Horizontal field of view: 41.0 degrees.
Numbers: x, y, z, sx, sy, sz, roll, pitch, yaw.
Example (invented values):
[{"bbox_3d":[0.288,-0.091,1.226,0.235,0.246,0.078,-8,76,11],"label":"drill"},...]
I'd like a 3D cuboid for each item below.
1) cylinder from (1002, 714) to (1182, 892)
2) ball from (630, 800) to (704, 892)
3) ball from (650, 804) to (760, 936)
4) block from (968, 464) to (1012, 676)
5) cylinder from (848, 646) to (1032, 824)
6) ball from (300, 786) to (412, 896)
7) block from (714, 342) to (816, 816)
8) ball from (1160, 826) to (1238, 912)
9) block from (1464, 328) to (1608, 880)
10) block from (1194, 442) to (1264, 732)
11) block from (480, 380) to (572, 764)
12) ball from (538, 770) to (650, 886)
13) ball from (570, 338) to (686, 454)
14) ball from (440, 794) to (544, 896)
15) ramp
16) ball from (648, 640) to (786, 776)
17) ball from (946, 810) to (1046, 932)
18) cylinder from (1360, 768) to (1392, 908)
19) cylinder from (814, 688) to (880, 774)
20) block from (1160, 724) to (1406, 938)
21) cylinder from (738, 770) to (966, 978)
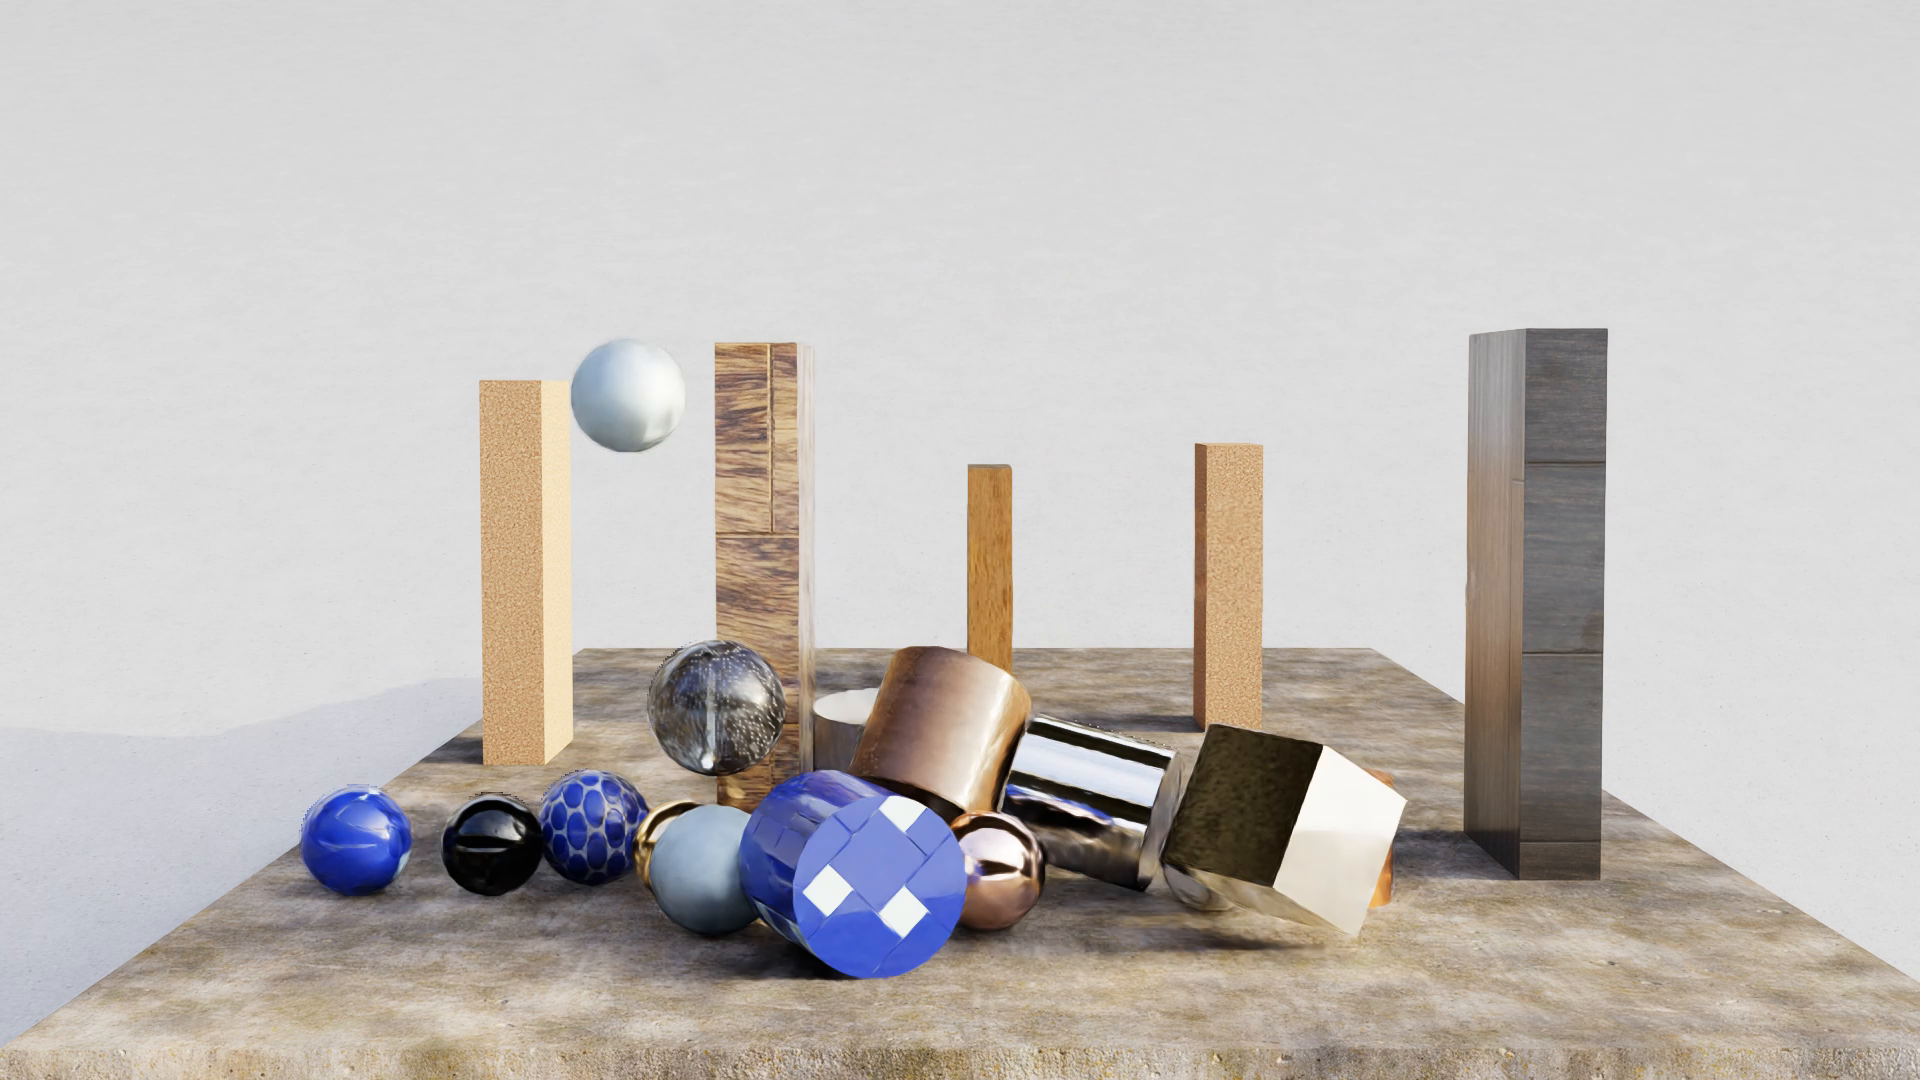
[{"bbox_3d":[0.170,0.339,3.313,0.186,0.186,0.186,14,24,16],"label":"cylinder"},{"bbox_3d":[-0.349,0.389,3.221,0.126,0.126,0.126,0,21,0],"label":"ball"},{"bbox_3d":[-0.293,0.394,3.066,0.155,0.155,0.155,0,21,0],"label":"ball"},{"bbox_3d":[0.065,0.077,5.726,0.095,0.483,0.365,0,3,0],"label":"block"},{"bbox_3d":[-0.030,0.270,3.313,0.195,0.195,0.195,9,60,22],"label":"cylinder"},{"bbox_3d":[-0.777,0.388,3.311,0.140,0.140,0.140,0,21,0],"label":"ball"},{"bbox_3d":[-0.265,0.087,3.552,0.108,0.711,0.392,0,3,0],"label":"block"},{"bbox_3d":[0.316,0.398,3.209,0.130,0.130,0.130,0,21,0],"label":"ball"},{"bbox_3d":[0.795,0.076,3.573,0.108,0.730,0.375,0,3,0],"label":"block"},{"bbox_3d":[0.520,0.087,4.995,0.106,0.547,0.252,0,3,0],"label":"block"},{"bbox_3d":[-0.777,0.048,4.618,0.107,0.669,0.327,0,3,0],"label":"block"},{"bbox_3d":[-0.481,0.378,3.378,0.151,0.151,0.151,0,21,0],"label":"ball"},{"bbox_3d":[-0.337,-0.146,2.607,0.117,0.117,0.117,0,21,0],"label":"ball"},{"bbox_3d":[-0.603,0.393,3.307,0.130,0.130,0.130,0,21,0],"label":"ball"},{"bbox_3d":[0.048,0.438,4.532,2.000,0.100,4.000,0,3,0],"label":"ramp"},{"bbox_3d":[-0.309,0.214,3.276,0.175,0.175,0.175,0,21,0],"label":"ball"},{"bbox_3d":[0.031,0.397,3.091,0.145,0.145,0.145,0,21,0],"label":"ball"},{"bbox_3d":[0.473,0.379,3.284,0.158,0.158,0.158,0,3,0],"label":"cylinder"},{"bbox_3d":[-0.106,0.322,3.533,0.193,0.193,0.193,1,12,0],"label":"cylinder"},{"bbox_3d":[0.378,0.339,3.007,0.174,0.174,0.174,8,-19,47],"label":"block"},{"bbox_3d":[-0.125,0.377,2.924,0.204,0.204,0.204,-8,6,-21],"label":"cylinder"}]
